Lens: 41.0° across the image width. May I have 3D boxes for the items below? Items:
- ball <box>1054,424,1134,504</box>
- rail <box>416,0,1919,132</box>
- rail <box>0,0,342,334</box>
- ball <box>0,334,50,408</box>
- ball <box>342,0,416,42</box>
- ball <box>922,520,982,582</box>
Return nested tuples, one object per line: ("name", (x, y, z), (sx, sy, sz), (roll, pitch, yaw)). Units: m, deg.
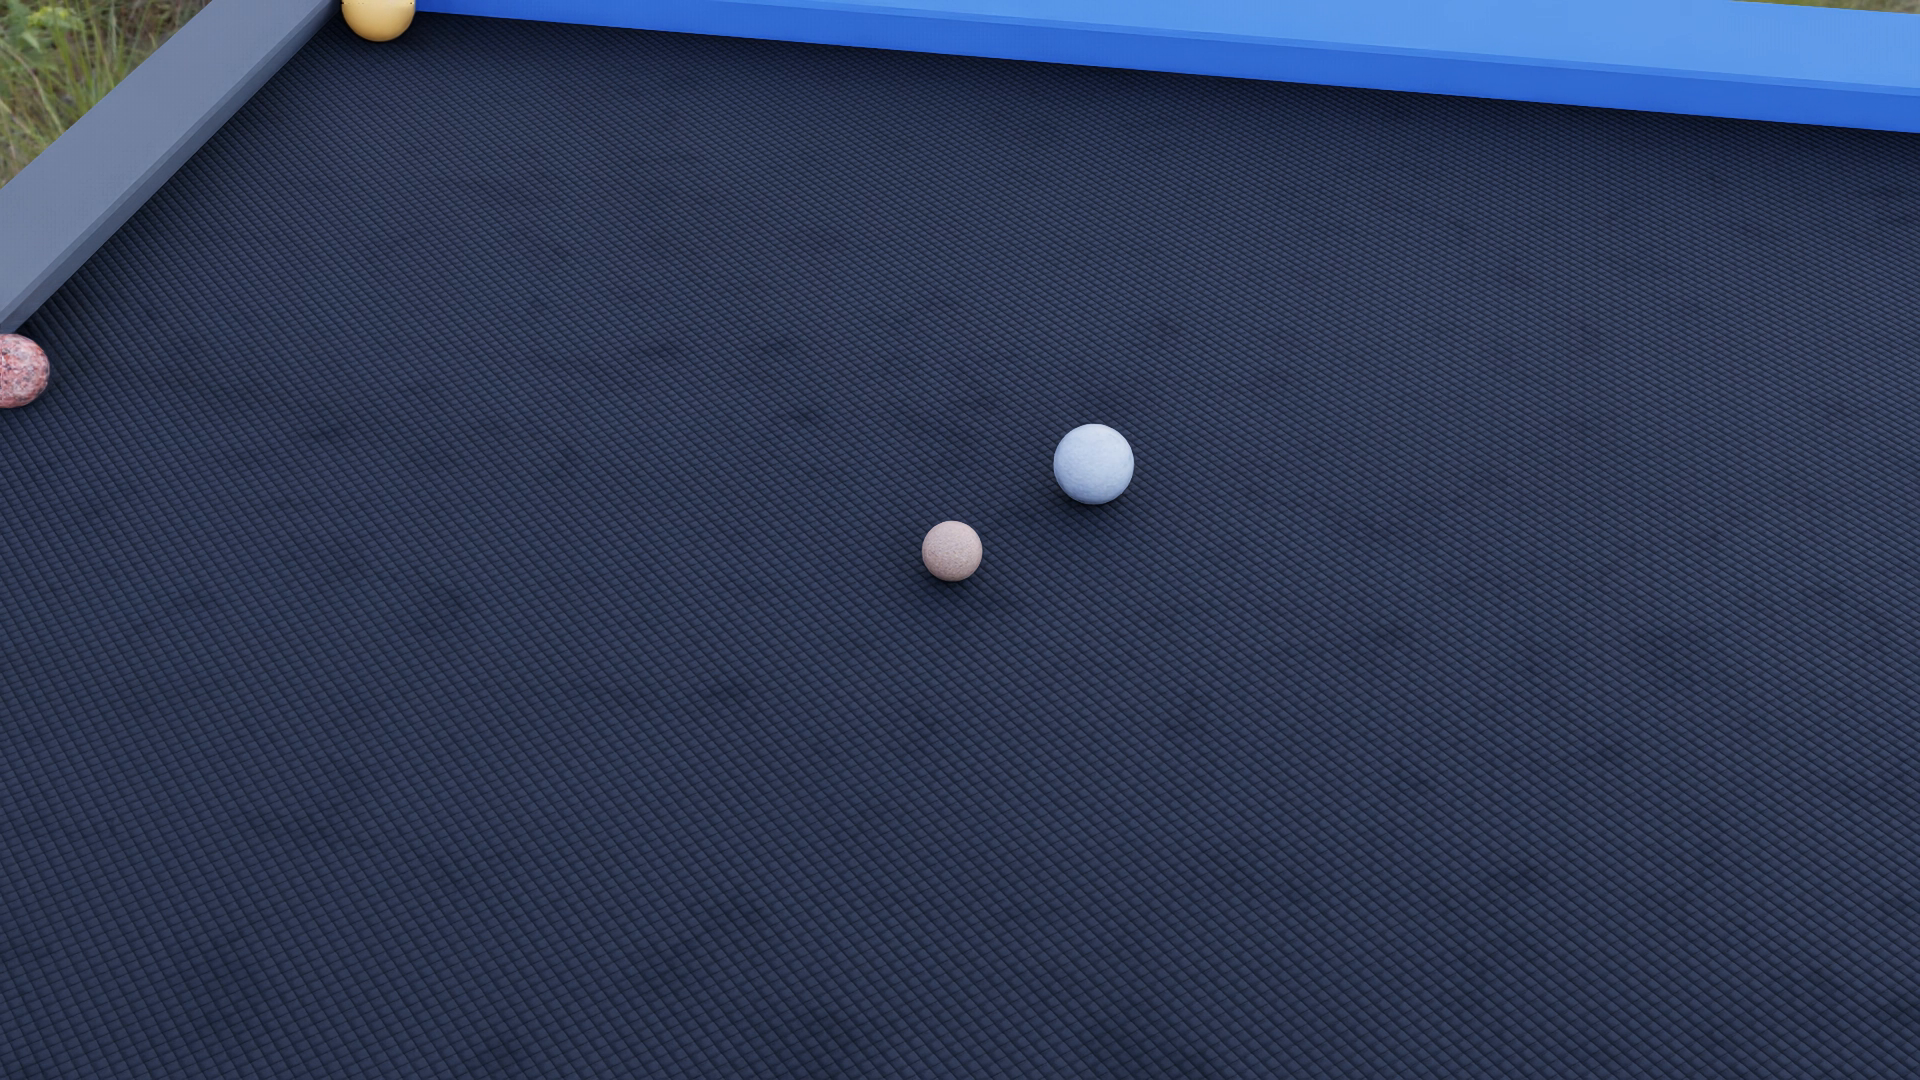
("ball", (0.105, -0.060, 2.024), (0.064, 0.064, 0.064), (0, 34, 0))
("rail", (1.056, -0.441, 2.526), (3.568, 0.124, 0.045), (6, 35, 9))
("rail", (-0.852, -0.122, 2.060), (0.045, 0.124, 1.901), (6, 35, 9))
("ball", (-0.794, -0.142, 2.146), (0.062, 0.062, 0.062), (0, 34, 0))
("ball", (-0.627, -0.577, 2.766), (0.078, 0.078, 0.078), (0, 34, 0))
("ball", (-0.006, 0.008, 1.940), (0.046, 0.046, 0.046), (0, 34, 0))
